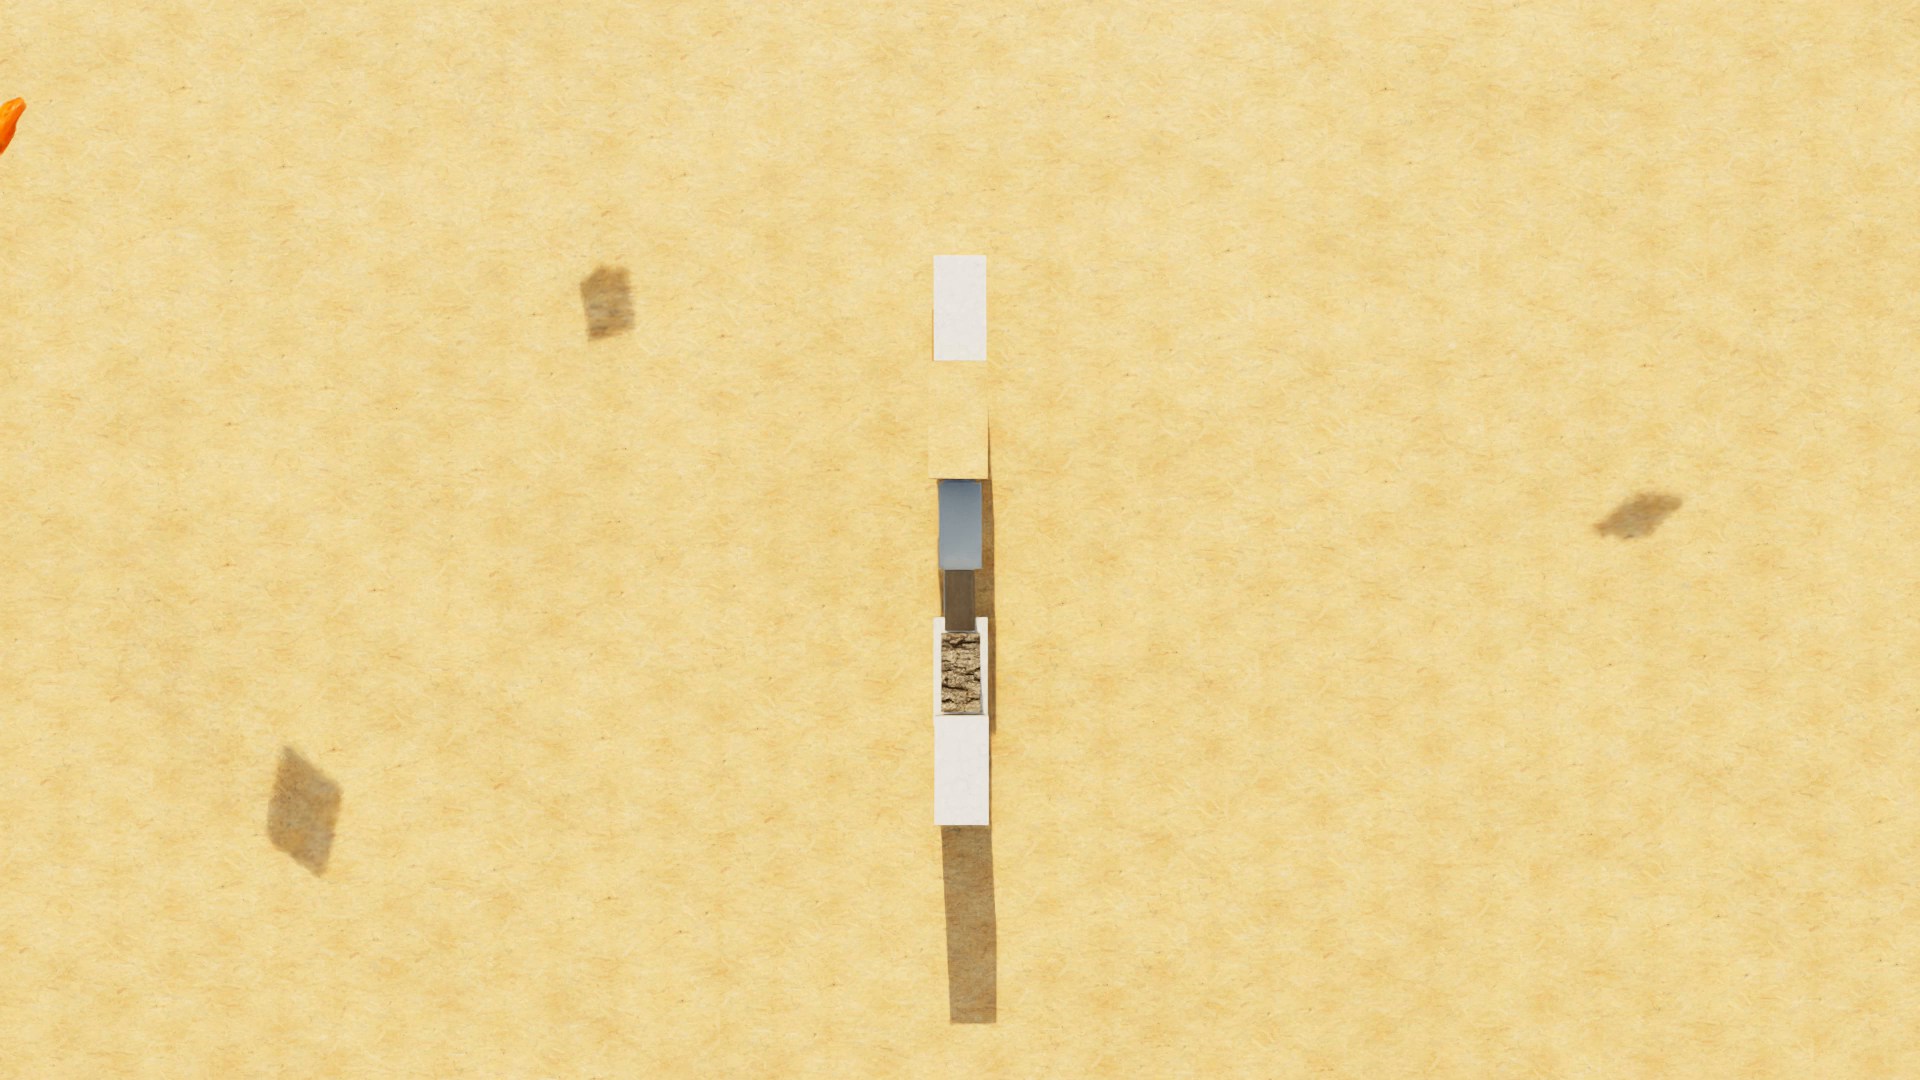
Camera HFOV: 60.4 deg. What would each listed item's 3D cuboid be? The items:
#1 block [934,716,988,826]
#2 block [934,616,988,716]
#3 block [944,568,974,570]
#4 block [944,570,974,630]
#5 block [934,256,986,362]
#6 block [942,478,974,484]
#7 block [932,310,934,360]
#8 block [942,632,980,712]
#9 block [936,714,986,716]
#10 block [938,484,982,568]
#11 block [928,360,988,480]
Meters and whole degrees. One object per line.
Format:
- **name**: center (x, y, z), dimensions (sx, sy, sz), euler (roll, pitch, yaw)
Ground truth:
- **block**: center (0.005, 0.666, 4.781), dimensions (0.156, 0.044, 0.312), euler (0, 90, 0)
- **block**: center (0.002, 0.408, 5.140), dimensions (0.168, 0.048, 0.337), euler (0, 90, 0)
- **block**: center (-0.003, 0.137, 5.292), dimensions (0.097, 0.028, 0.194), euler (0, 90, 0)
- **block**: center (0.000, 0.180, 4.924), dimensions (0.090, 0.025, 0.179), euler (0, 90, 0)
- **block**: center (0.000, -0.670, 4.788), dimensions (0.152, 0.043, 0.304), euler (0, 90, 0)
- **block**: center (-0.004, -0.271, 5.285), dimensions (0.100, 0.028, 0.201), euler (0, 90, 0)
- **block**: center (-0.003, -0.545, 5.138), dimensions (0.169, 0.048, 0.338), euler (0, 90, 0)
- **block**: center (0.002, 0.390, 4.869), dimensions (0.115, 0.033, 0.230), euler (0, 90, 0)
- **block**: center (0.004, 0.562, 4.960), dimensions (0.156, 0.312, 0.044), euler (0, 90, 0)
- **block**: center (0.001, -0.043, 4.995), dimensions (0.129, 0.036, 0.257), euler (0, 90, 0)
- **block**: center (-0.005, -0.345, 4.753), dimensions (0.168, 0.048, 0.337), euler (0, 90, 0)
